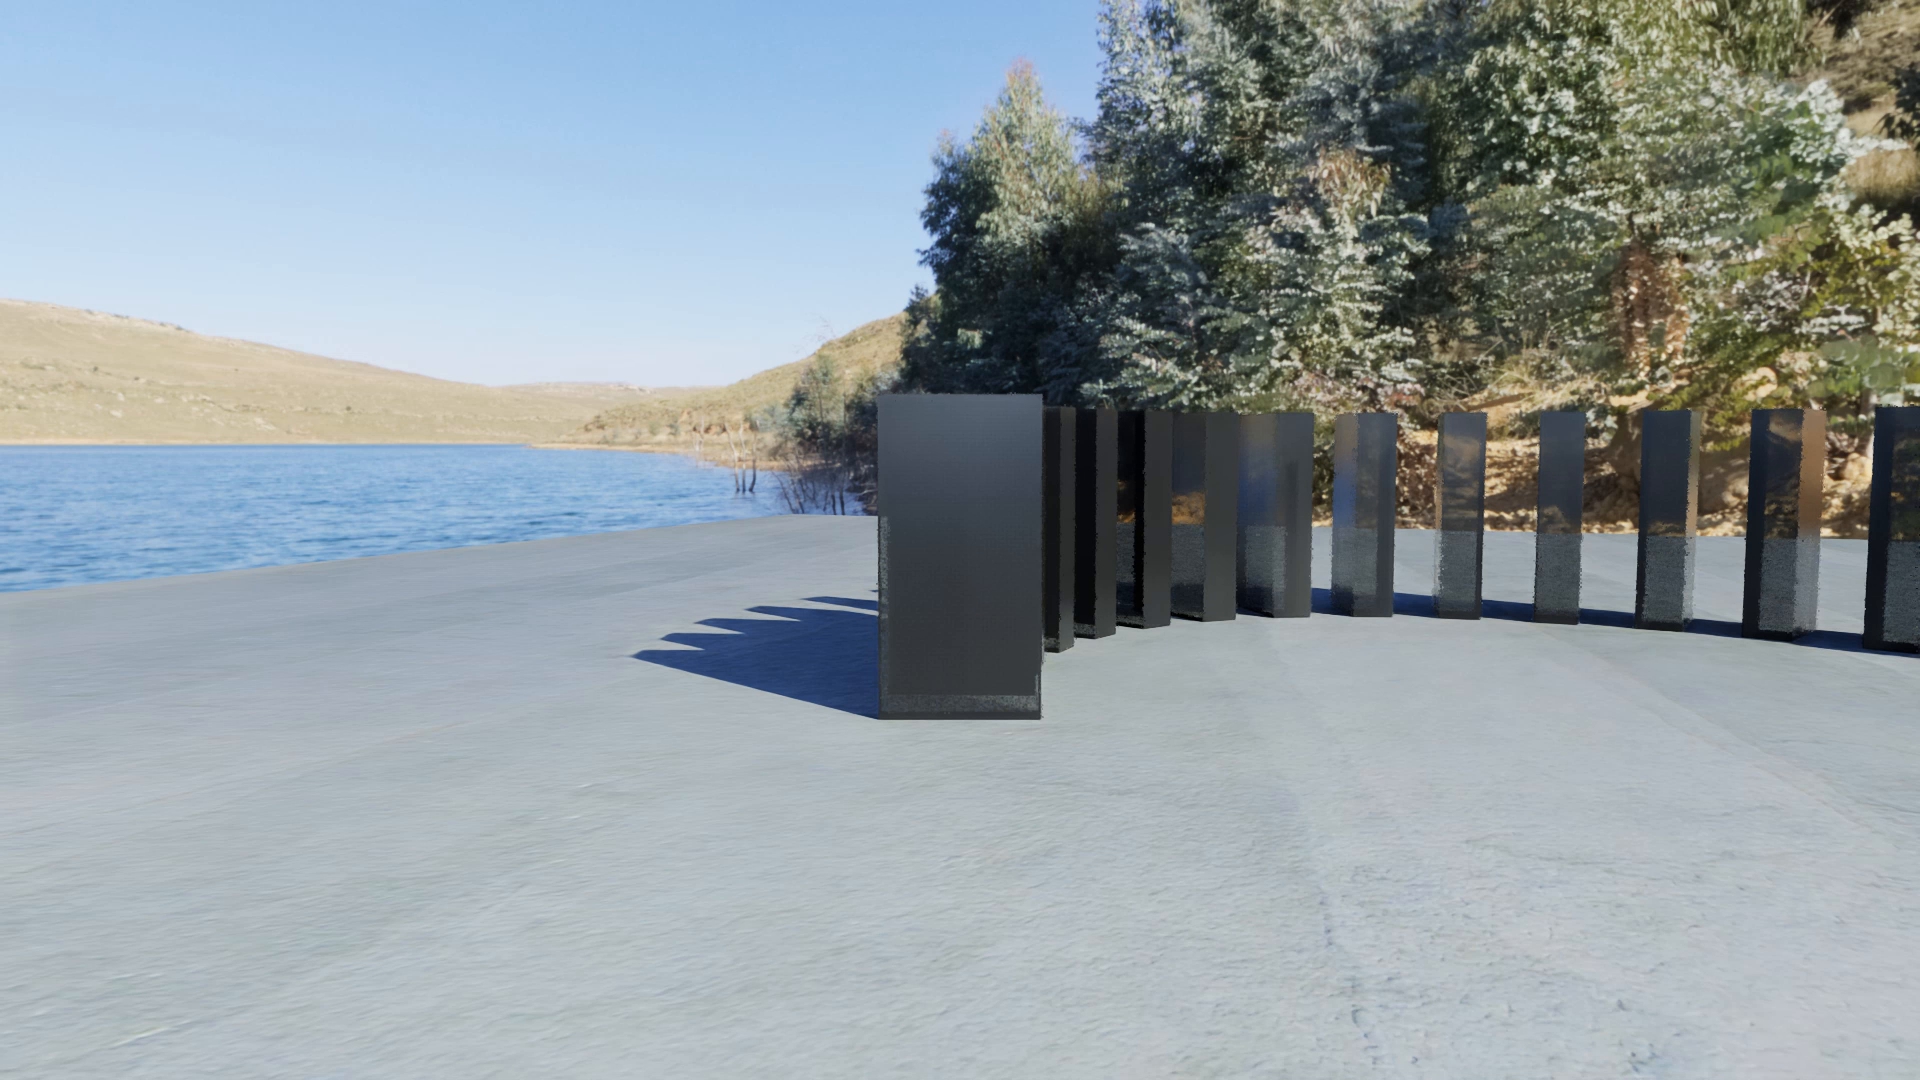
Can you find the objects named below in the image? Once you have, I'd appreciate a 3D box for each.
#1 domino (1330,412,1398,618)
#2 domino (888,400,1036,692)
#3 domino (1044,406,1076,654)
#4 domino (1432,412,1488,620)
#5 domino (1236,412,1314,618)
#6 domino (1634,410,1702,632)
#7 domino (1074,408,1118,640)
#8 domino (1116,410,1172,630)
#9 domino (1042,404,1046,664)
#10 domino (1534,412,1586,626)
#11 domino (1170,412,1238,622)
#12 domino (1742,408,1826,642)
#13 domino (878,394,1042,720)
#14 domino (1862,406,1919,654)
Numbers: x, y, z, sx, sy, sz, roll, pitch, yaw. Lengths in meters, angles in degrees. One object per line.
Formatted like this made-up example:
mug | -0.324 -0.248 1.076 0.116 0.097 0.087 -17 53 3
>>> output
domino | 0.102 -0.007 0.326 0.009 0.050 0.025 0 4 4
domino | 0.000 0.001 0.224 0.025 0.050 0.010 0 4 3
domino | 0.011 -0.003 0.269 0.025 0.050 0.010 2 5 24
domino | 0.125 -0.007 0.321 0.009 0.050 0.025 1 4 17
domino | 0.079 -0.007 0.325 0.010 0.050 0.025 -1 4 -10
domino | 0.166 -0.005 0.301 0.009 0.050 0.025 3 5 34
domino | 0.022 -0.004 0.289 0.025 0.050 0.010 3 5 35
domino | 0.038 -0.005 0.305 0.010 0.050 0.025 -4 6 -40
domino | 0.003 -0.001 0.247 0.025 0.050 0.010 1 4 14
domino | 0.146 -0.006 0.313 0.009 0.050 0.025 2 5 26
domino | 0.057 -0.006 0.318 0.010 0.050 0.025 -2 5 -25
domino | 0.184 -0.004 0.286 0.010 0.050 0.025 4 6 43
domino | 0.000 0.002 0.201 0.025 0.050 0.009 0 4 0
domino | 0.200 -0.003 0.270 0.025 0.050 0.009 -4 6 -42
